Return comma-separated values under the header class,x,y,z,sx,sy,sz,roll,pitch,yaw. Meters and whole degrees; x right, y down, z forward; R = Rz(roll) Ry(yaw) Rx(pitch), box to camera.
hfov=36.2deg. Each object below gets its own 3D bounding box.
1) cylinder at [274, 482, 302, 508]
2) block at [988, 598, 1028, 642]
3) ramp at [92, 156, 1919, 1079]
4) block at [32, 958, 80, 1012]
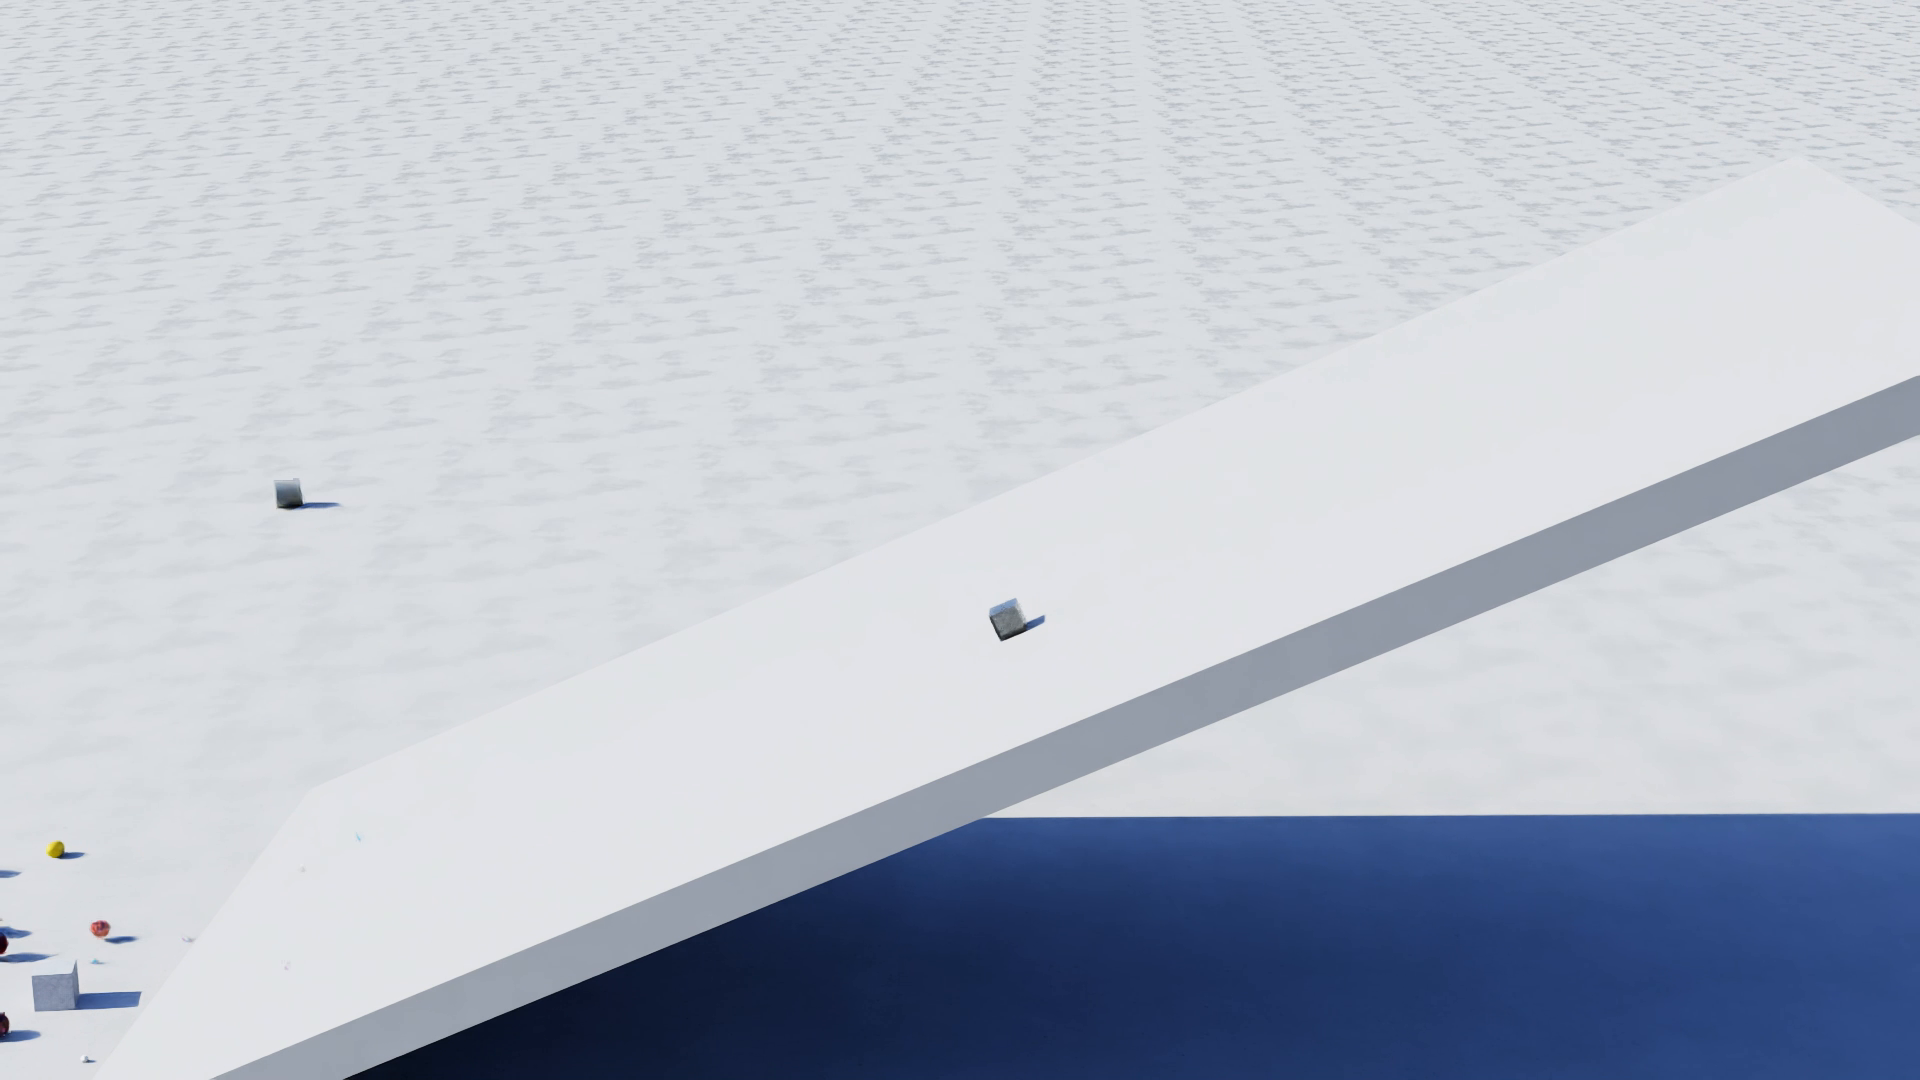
class,x,y,z,sx,sy,sz,roll,pitch,yaw
cylinder,-2.437,-0.166,10.668,0.090,0.090,0.090,-5,16,-17
block,0.099,0.163,6.013,0.059,0.059,0.059,-23,13,8
ramp,0.133,0.170,6.284,4.000,0.100,2.000,-23,13,8
block,-1.987,0.977,6.464,0.085,0.085,0.085,-2,15,-9
